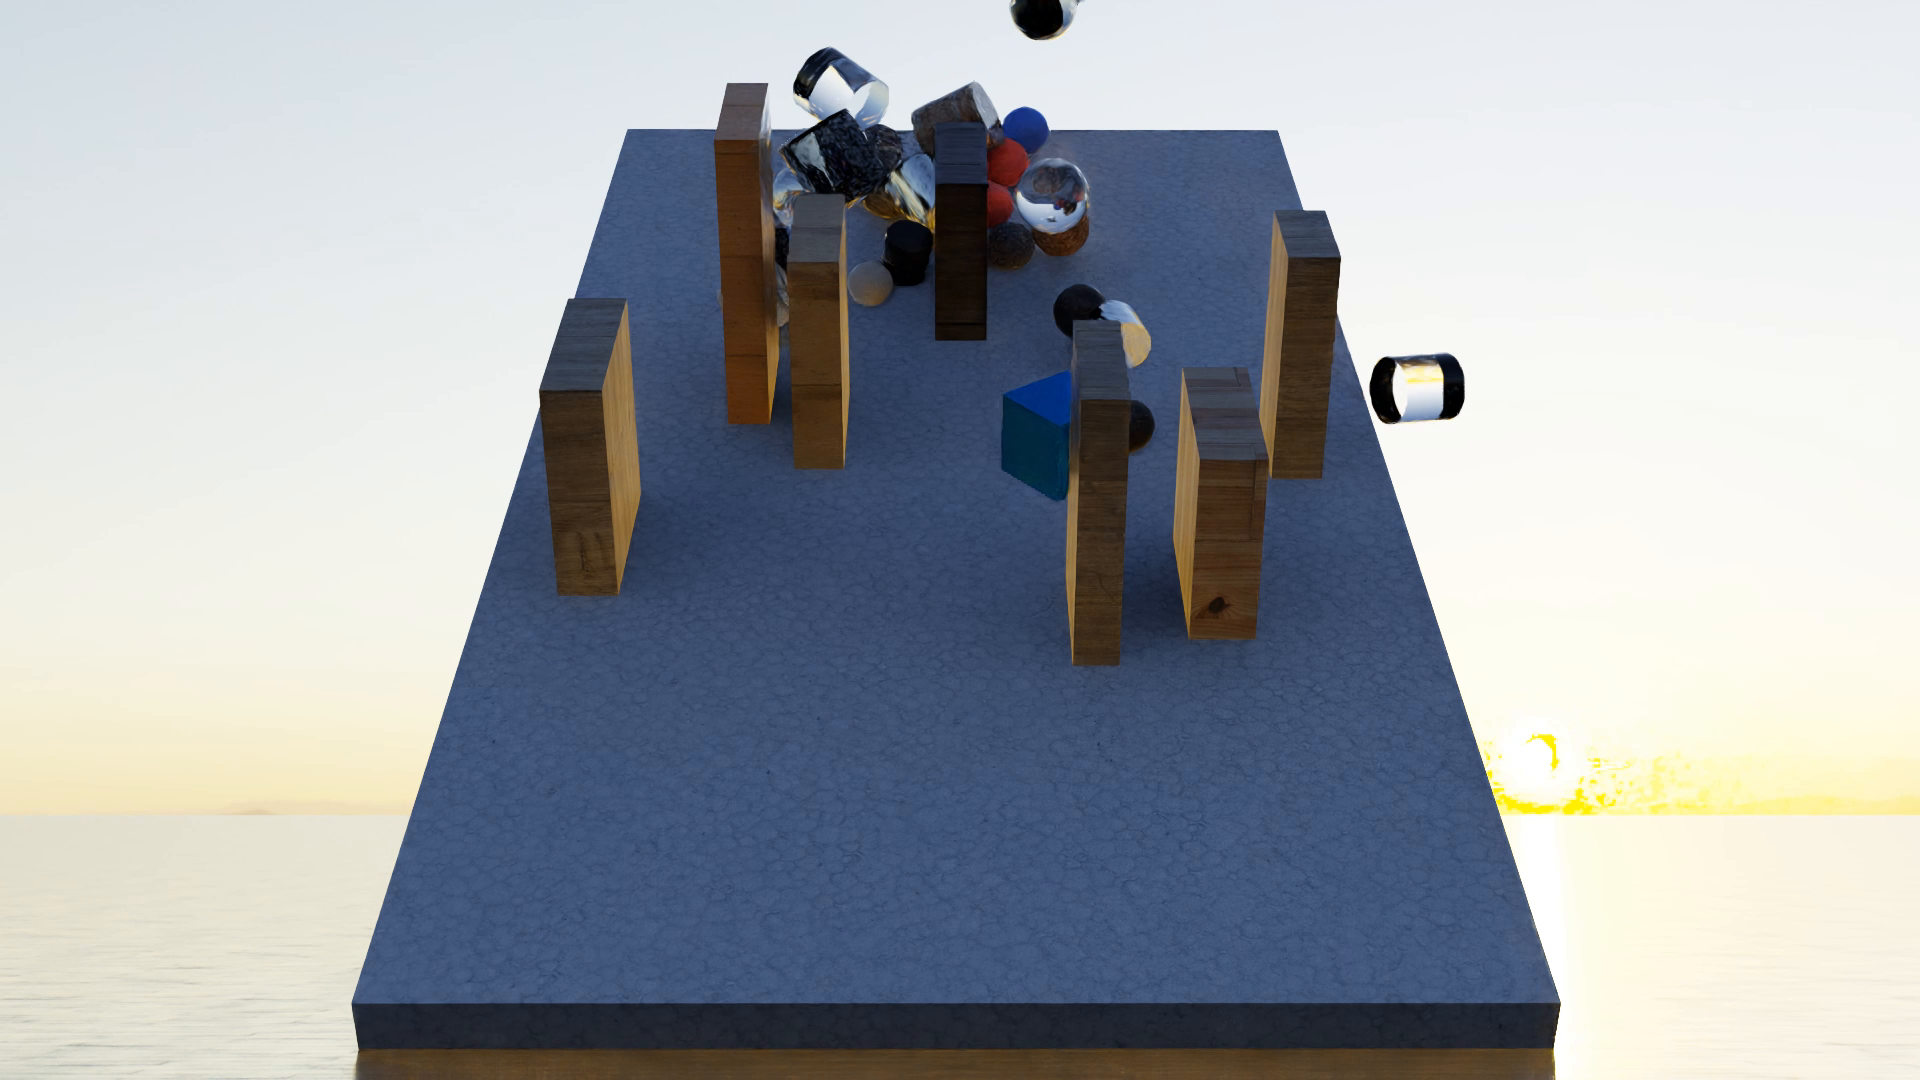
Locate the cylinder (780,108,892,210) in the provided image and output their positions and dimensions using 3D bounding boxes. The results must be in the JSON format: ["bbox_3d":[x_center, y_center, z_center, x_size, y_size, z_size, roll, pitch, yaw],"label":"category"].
[{"bbox_3d":[-0.318,-0.963,6.219,0.210,0.210,0.210,-32,5,3],"label":"cylinder"}]

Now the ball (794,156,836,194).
[{"bbox_3d":[-0.412,-1.027,6.889,0.125,0.125,0.125,0,-6,0],"label":"ball"}]

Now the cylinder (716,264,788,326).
[{"bbox_3d":[-0.505,-0.598,6.099,0.156,0.156,0.156,-27,-14,15],"label":"cylinder"}]

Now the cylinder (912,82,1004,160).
[{"bbox_3d":[-0.006,-1.179,6.925,0.197,0.197,0.197,-23,-14,18],"label":"cylinder"}]

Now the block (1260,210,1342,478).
[{"bbox_3d":[0.771,-0.444,5.520,0.116,0.550,0.265,0,30,0],"label":"block"}]

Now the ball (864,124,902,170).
[{"bbox_3d":[-0.219,-1.064,6.581,0.126,0.126,0.126,0,-6,0],"label":"ball"}]

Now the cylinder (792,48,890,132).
[{"bbox_3d":[-0.339,-1.271,6.911,0.196,0.196,0.196,39,12,25],"label":"cylinder"}]

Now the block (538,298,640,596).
[{"bbox_3d":[-0.783,-0.203,5.164,0.127,0.484,0.439,0,30,0],"label":"block"}]

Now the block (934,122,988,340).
[{"bbox_3d":[0.002,-0.799,6.239,0.131,0.427,0.424,0,30,0],"label":"block"}]

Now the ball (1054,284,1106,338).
[{"bbox_3d":[0.307,-0.578,6.146,0.142,0.142,0.142,0,-6,0],"label":"ball"}]

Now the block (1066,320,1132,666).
[{"bbox_3d":[0.274,-0.094,4.871,0.094,0.601,0.346,0,30,0],"label":"block"}]

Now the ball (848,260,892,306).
[{"bbox_3d":[-0.232,-0.661,6.244,0.117,0.117,0.117,0,-6,0],"label":"ball"}]

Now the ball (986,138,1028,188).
[{"bbox_3d":[0.126,-1.092,7.018,0.144,0.144,0.144,0,-6,0],"label":"ball"}]

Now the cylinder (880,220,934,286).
[{"bbox_3d":[-0.143,-0.761,6.437,0.125,0.125,0.125,1,-42,-12],"label":"cylinder"}]

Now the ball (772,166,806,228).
[{"bbox_3d":[-0.436,-0.953,6.737,0.185,0.185,0.185,0,-6,0],"label":"ball"}]

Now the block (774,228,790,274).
[{"bbox_3d":[-0.506,-0.714,6.187,0.121,0.121,0.121,1,-34,-30],"label":"block"}]

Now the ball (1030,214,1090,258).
[{"bbox_3d":[0.271,-0.845,6.548,0.159,0.159,0.159,0,-6,0],"label":"ball"}]

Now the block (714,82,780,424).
[{"bbox_3d":[-0.502,-0.679,5.747,0.098,0.715,0.371,0,30,0],"label":"block"}]

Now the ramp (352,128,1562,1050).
[{"bbox_3d":[-0.014,-0.206,5.750,2.000,0.100,4.000,0,30,0],"label":"ramp"}]

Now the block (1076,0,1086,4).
[{"bbox_3d":[0.327,-1.744,7.358,0.205,0.205,0.205,-13,22,35],"label":"block"}]

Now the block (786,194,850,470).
[{"bbox_3d":[-0.324,-0.486,5.614,0.114,0.518,0.390,0,30,0],"label":"block"}]

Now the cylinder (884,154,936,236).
[{"bbox_3d":[-0.096,-0.941,6.622,0.160,0.160,0.160,-31,-20,-12],"label":"cylinder"}]

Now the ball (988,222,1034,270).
[{"bbox_3d":[0.135,-0.791,6.517,0.132,0.132,0.132,0,-6,0],"label":"ball"}]

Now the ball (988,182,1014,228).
[{"bbox_3d":[0.082,-0.903,6.548,0.124,0.124,0.124,0,-6,0],"label":"ball"}]

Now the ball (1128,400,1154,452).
[{"bbox_3d":[0.391,-0.266,5.635,0.123,0.123,0.123,0,-6,0],"label":"ball"}]

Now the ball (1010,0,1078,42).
[{"bbox_3d":[0.246,-1.576,7.171,0.200,0.200,0.200,0,-6,0],"label":"ball"}]

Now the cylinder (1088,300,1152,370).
[{"bbox_3d":[0.397,-0.512,6.047,0.129,0.129,0.129,2,29,-15],"label":"cylinder"}]

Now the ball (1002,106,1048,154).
[{"bbox_3d":[0.191,-1.205,7.140,0.141,0.141,0.141,0,-6,0],"label":"ball"}]

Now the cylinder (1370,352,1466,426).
[{"bbox_3d":[1.094,-0.362,5.792,0.164,0.164,0.164,-6,-4,-22],"label":"cylinder"}]

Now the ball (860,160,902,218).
[{"bbox_3d":[-0.204,-0.992,6.821,0.168,0.168,0.168,0,-6,0],"label":"ball"}]

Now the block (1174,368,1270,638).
[{"bbox_3d":[0.537,-0.081,5.030,0.136,0.418,0.407,0,30,0],"label":"block"}]

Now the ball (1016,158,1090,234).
[{"bbox_3d":[0.237,-0.884,6.224,0.191,0.191,0.191,0,-6,0],"label":"ball"}]

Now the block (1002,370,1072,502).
[{"bbox_3d":[0.233,-0.238,5.515,0.195,0.195,0.195,-22,37,-33],"label":"block"}]
